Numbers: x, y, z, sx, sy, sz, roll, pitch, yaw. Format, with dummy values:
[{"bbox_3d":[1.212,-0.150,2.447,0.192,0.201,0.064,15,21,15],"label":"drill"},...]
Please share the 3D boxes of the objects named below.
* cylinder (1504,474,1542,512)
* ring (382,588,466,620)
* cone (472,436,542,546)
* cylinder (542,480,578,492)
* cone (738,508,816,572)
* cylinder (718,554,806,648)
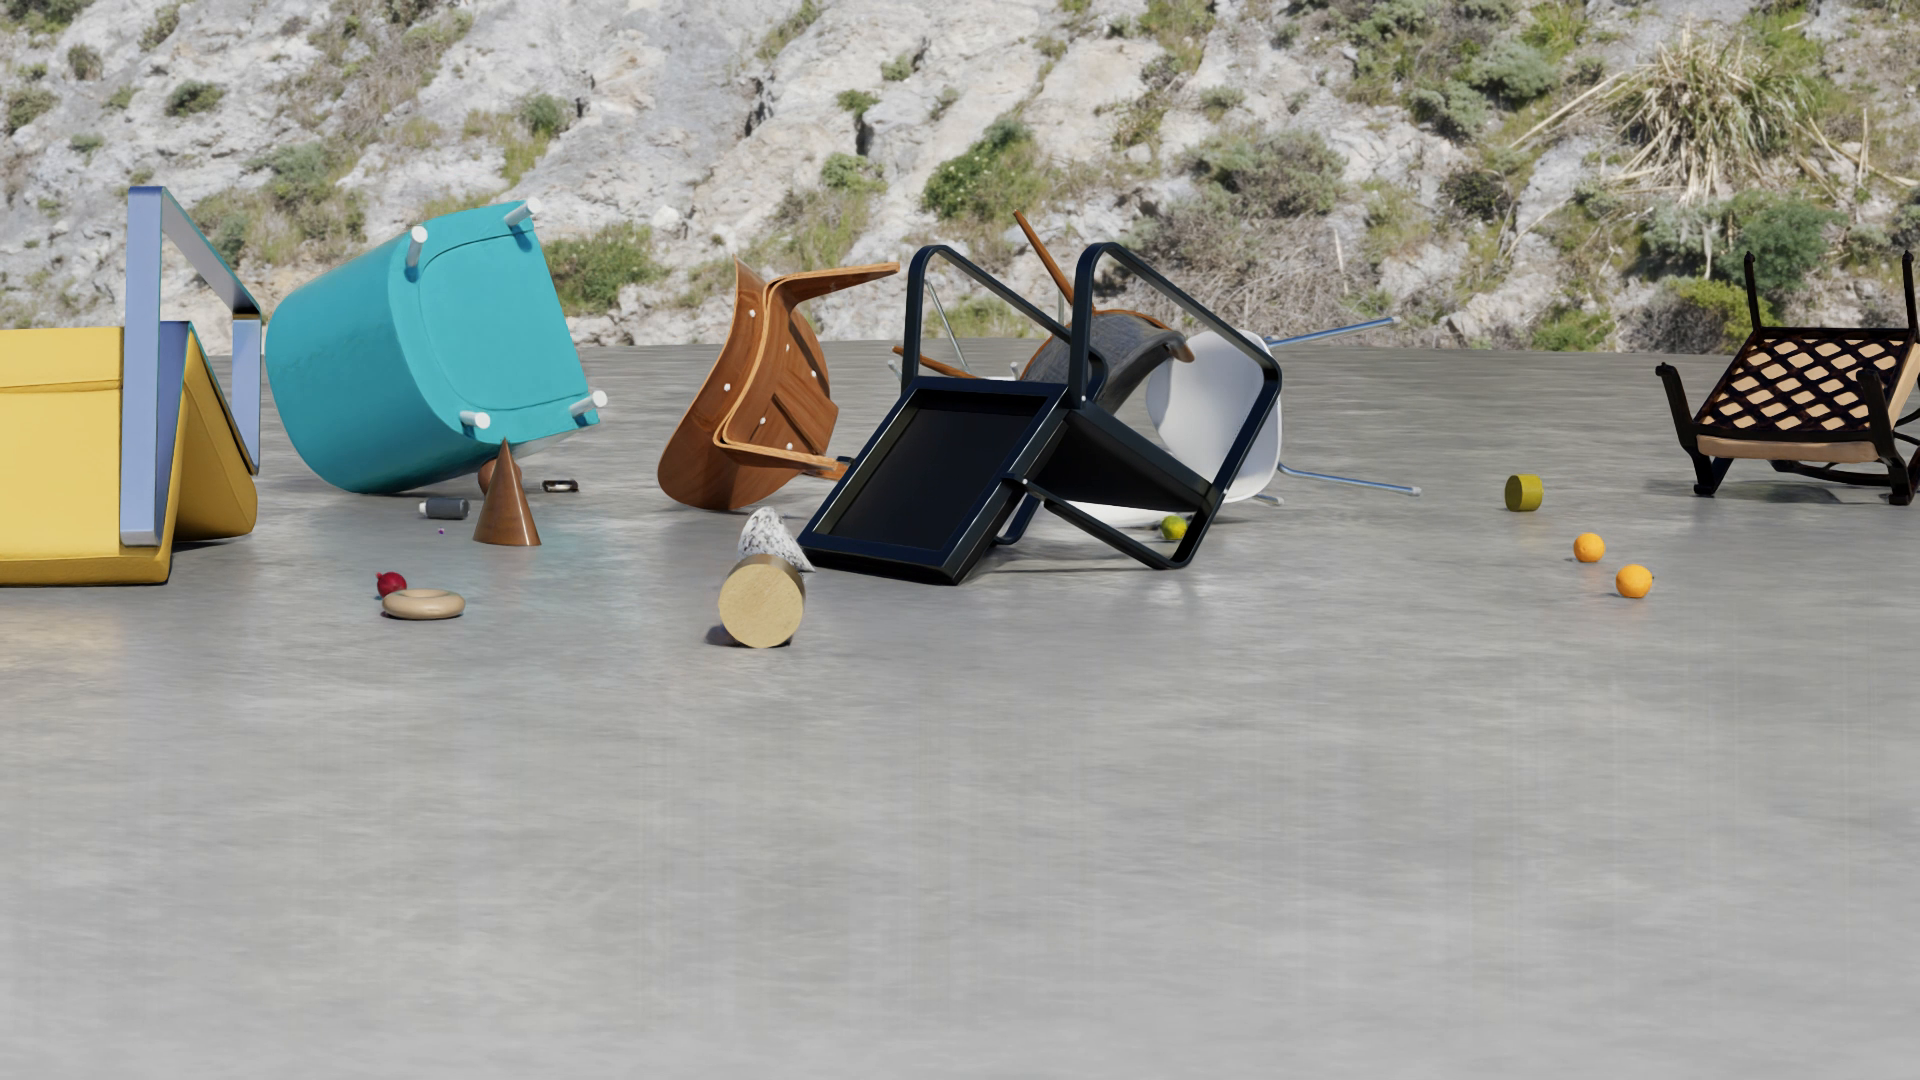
[{"bbox_3d":[1.578,-0.131,7.181,0.065,0.105,0.094,-2,27,-19],"label":"cylinder"},{"bbox_3d":[-1.044,0.125,4.993,0.159,0.044,0.206,-1,6,-21],"label":"ring"},{"bbox_3d":[-1.126,-0.128,6.360,0.125,0.265,0.275,-5,7,-38],"label":"cone"},{"bbox_3d":[-1.224,-0.166,7.858,0.092,0.034,0.060,-3,13,-27],"label":"cylinder"},{"bbox_3d":[-0.387,0.033,5.741,0.165,0.140,0.193,30,-18,20],"label":"cone"},{"bbox_3d":[-0.356,0.108,4.627,0.147,0.153,0.170,-35,6,2],"label":"cylinder"}]
